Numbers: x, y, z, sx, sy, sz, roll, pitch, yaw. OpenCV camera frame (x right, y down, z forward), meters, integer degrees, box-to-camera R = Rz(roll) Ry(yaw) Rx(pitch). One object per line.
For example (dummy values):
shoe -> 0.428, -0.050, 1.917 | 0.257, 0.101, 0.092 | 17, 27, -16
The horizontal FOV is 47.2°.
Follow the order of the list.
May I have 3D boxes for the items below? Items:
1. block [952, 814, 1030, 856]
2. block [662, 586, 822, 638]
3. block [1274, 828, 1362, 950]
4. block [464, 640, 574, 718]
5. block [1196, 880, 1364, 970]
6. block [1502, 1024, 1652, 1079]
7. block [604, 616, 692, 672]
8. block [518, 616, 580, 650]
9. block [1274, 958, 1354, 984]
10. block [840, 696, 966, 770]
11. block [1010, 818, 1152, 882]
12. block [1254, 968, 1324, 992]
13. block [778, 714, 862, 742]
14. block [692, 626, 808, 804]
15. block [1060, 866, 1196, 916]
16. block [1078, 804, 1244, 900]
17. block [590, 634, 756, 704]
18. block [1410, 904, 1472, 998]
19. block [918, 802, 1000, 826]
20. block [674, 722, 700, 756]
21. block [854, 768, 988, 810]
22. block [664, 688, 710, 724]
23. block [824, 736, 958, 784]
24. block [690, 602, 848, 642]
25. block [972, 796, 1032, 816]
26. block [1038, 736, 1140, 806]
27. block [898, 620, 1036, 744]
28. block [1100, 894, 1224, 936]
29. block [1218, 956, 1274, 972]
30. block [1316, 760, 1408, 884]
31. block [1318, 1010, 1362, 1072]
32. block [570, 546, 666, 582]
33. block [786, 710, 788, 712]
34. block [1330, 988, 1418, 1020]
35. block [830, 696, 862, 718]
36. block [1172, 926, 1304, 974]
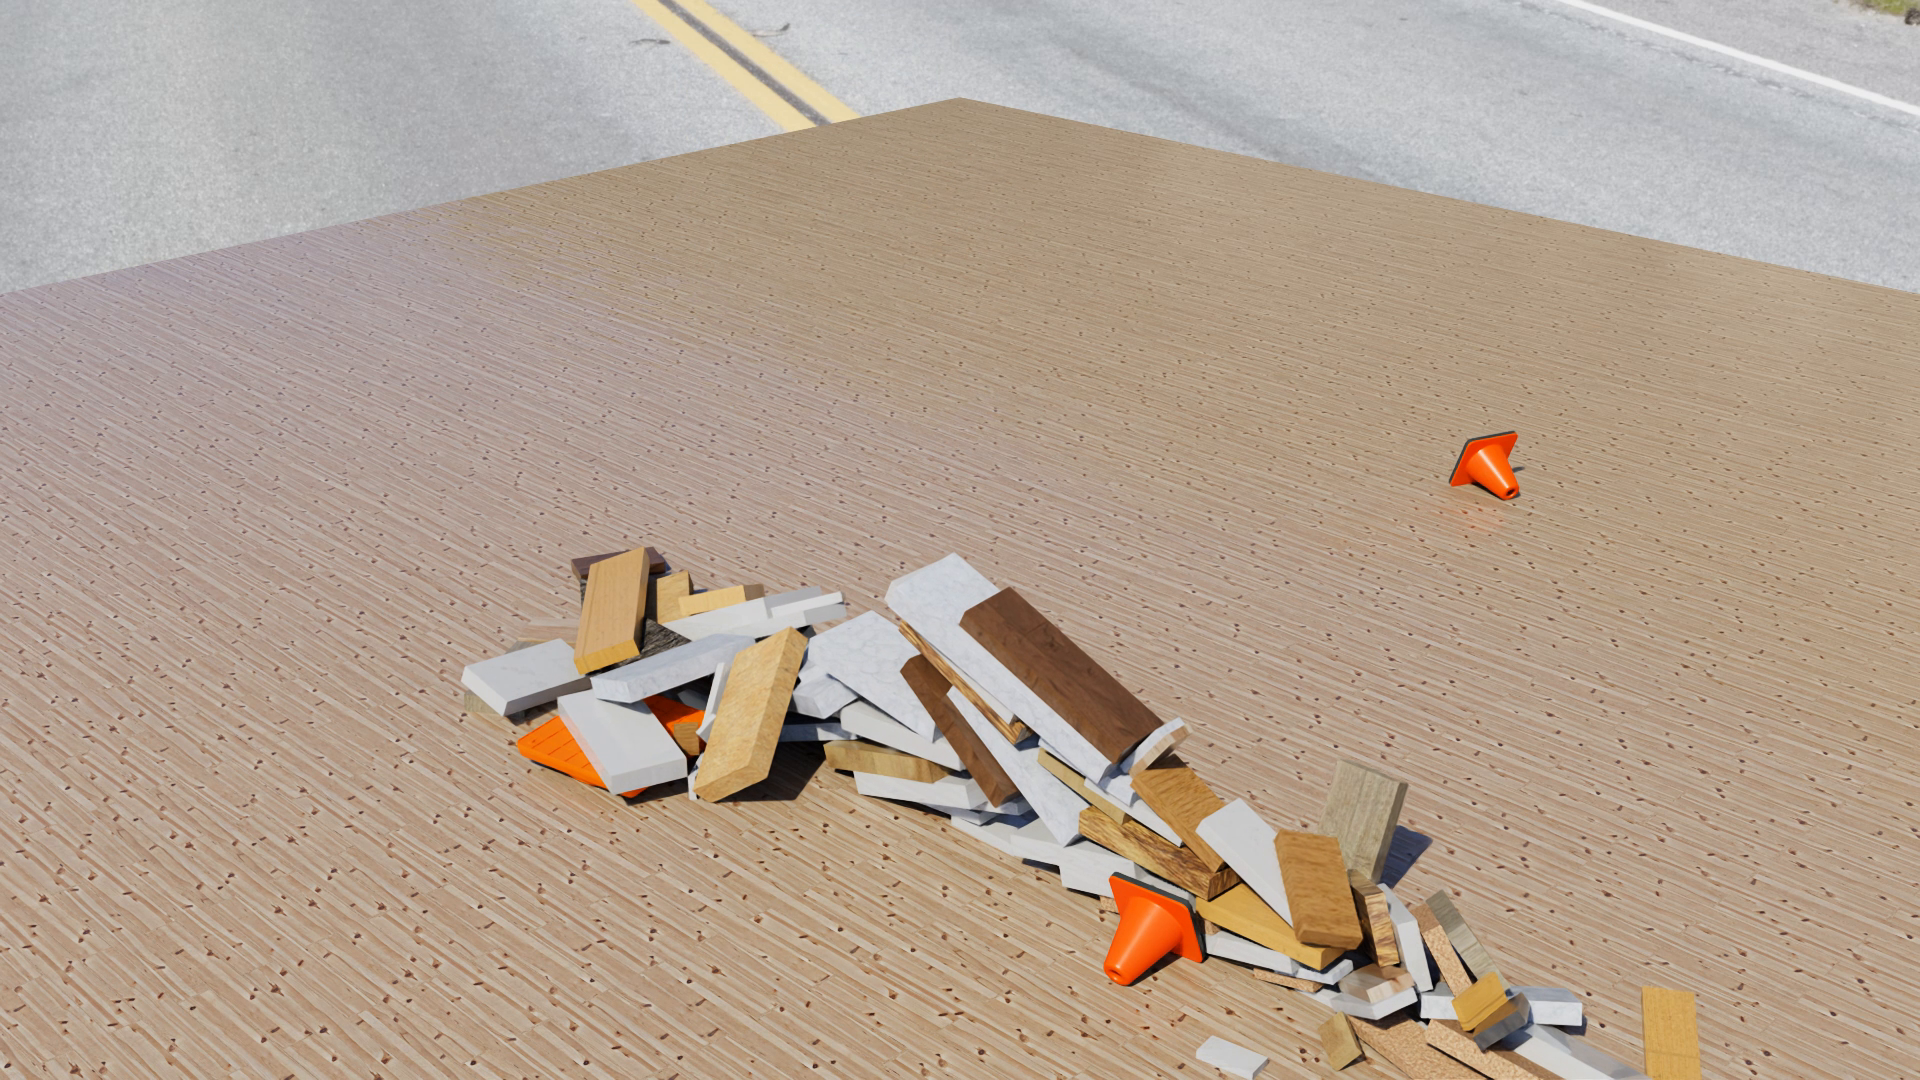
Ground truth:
block -> 0.075, 0.572, 4.380 | 0.087, 0.025, 0.174 | -22, 31, -40
block -> -0.493, 0.171, 4.989 | 0.353, 0.050, 0.176 | -15, -2, 42
block -> 0.623, 0.607, 3.830 | 0.111, 0.031, 0.222 | 11, 40, -15
block -> -0.993, 0.312, 4.973 | 0.141, 0.040, 0.283 | 5, 24, 13
block -> 0.564, 0.669, 3.896 | 0.265, 0.037, 0.132 | 19, 30, 38
block -> 1.035, 0.868, 3.598 | 0.133, 0.038, 0.266 | 14, 7, -46
block -> -0.713, 0.252, 4.945 | 0.152, 0.043, 0.303 | -28, 22, -23
block -> -0.909, 0.228, 5.182 | 0.234, 0.033, 0.117 | 4, 23, 9
block -> 0.620, 0.750, 3.865 | 0.125, 0.018, 0.063 | 2, 18, 45
block -> -0.061, 0.367, 4.415 | 0.174, 0.049, 0.347 | -23, 25, -39
block -> 0.262, 0.574, 4.173 | 0.310, 0.044, 0.155 | 5, 20, 45
block -> 0.591, 0.768, 3.897 | 0.125, 0.018, 0.063 | 6, 21, 43
block -> -0.263, 0.386, 4.683 | 0.265, 0.037, 0.132 | -7, 11, 46
block -> -0.432, 0.359, 4.539 | 0.179, 0.051, 0.358 | -27, 35, 38
block -> 0.354, 0.622, 4.104 | 0.310, 0.044, 0.155 | 5, 20, 44
block -> 0.385, 0.550, 4.034 | 0.155, 0.044, 0.310 | -21, 32, -40
block -> -0.610, 0.272, 4.711 | 0.320, 0.045, 0.160 | -19, 12, -35
block -> 0.833, 0.710, 3.811 | 0.035, 0.124, 0.248 | -28, -4, 5
block -> 0.005, 0.524, 4.432 | 0.174, 0.025, 0.087 | 14, 27, 42
block -> -0.574, 0.417, 4.611 | 0.054, 0.015, 0.107 | -2, 26, -6
block -> -0.037, 0.474, 4.449 | 0.174, 0.049, 0.347 | -22, 14, -39
block -> -0.572, 0.372, 4.856 | 0.151, 0.021, 0.076 | 17, 28, 35
block -> -0.105, 0.427, 4.503 | 0.174, 0.049, 0.347 | -21, 14, -37
block -> -0.468, 0.205, 4.912 | 0.117, 0.033, 0.536 | -12, -2, -44
block -> 0.084, 0.508, 4.336 | 0.087, 0.025, 0.174 | -22, 14, -40
block -> 0.266, 0.402, 4.070 | 0.221, 0.031, 0.111 | 32, 38, 31
block -> 0.054, 0.238, 4.225 | 0.165, 0.047, 0.330 | -24, 58, -42
block -> 0.402, 0.664, 4.074 | 0.265, 0.037, 0.132 | 5, 20, 45
block -> 0.530, 0.744, 3.952 | 0.125, 0.018, 0.063 | 5, 20, 44
block -> 0.735, 0.559, 4.112 | 0.133, 0.266, 0.038 | 20, 7, 39
block -> 0.640, 0.844, 3.710 | 0.054, 0.015, 0.107 | -41, 20, 12
block -> -0.866, 0.066, 5.566 | 0.215, 0.030, 0.108 | -9, 25, -21
block -> -0.270, 0.333, 4.797 | 0.132, 0.037, 0.265 | -22, 10, -39
block -> 0.702, 0.783, 3.742 | 0.082, 0.023, 0.164 | -20, -1, -17
block -> -0.261, 0.313, 4.657 | 0.132, 0.037, 0.265 | -32, 17, -23
block -> 0.527, 0.711, 3.965 | 0.265, 0.037, 0.132 | 5, 20, 45
